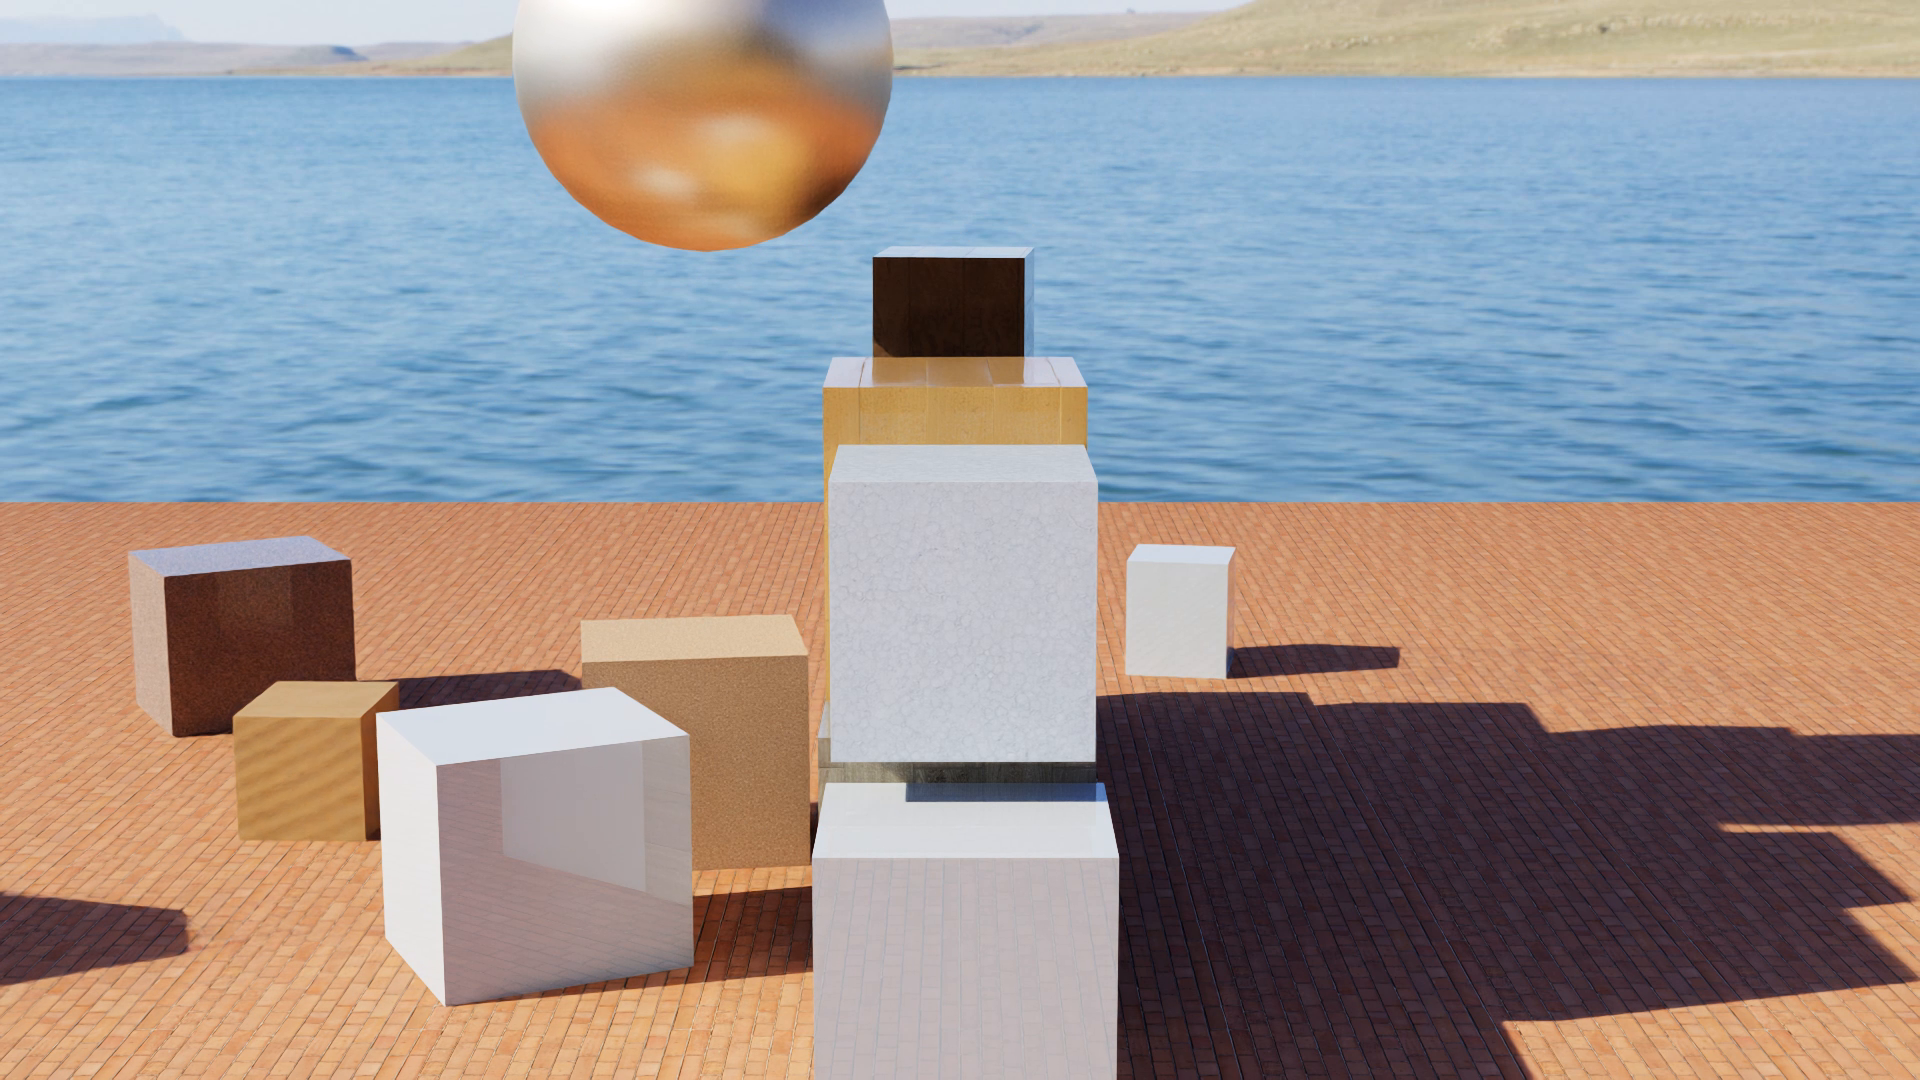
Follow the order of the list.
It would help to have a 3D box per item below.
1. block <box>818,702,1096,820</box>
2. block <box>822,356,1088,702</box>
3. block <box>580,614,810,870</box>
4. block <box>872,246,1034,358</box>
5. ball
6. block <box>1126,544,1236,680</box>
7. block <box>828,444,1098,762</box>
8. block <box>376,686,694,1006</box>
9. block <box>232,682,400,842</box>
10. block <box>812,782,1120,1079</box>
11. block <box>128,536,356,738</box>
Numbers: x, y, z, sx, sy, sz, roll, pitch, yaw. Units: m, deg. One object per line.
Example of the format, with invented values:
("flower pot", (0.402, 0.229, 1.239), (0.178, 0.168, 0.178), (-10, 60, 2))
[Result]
("block", (-0.010, 1.180, 9.884), (1.006, 1.143, 1.073), (0, 10, 0))
("block", (-0.024, -0.071, 10.201), (0.990, 1.205, 1.034), (0, 10, -1))
("block", (-1.227, 0.921, 11.790), (0.993, 0.970, 0.878), (-2, 10, -8))
("block", (-0.020, -1.044, 12.056), (0.694, 0.617, 0.730), (1, 10, 5))
("ball", (-1.078, -2.019, 10.813), (1.600, 1.600, 1.600), (0, 10, 0))
("block", (1.322, 0.421, 15.330), (0.592, 0.687, 0.560), (2, 10, 11))
("block", (0.008, 0.208, 9.275), (0.920, 0.987, 0.883), (0, 10, 0))
("block", (-1.712, 1.200, 10.307), (1.010, 0.951, 0.895), (-5, 12, -26))
("block", (-3.037, 1.042, 12.183), (0.593, 0.591, 0.702), (0, 10, 2))
("block", (0.018, 1.439, 8.919), (1.004, 0.977, 0.900), (0, 10, 0))
("block", (-3.991, 0.516, 14.270), (1.010, 0.880, 0.853), (-6, 12, -29))
